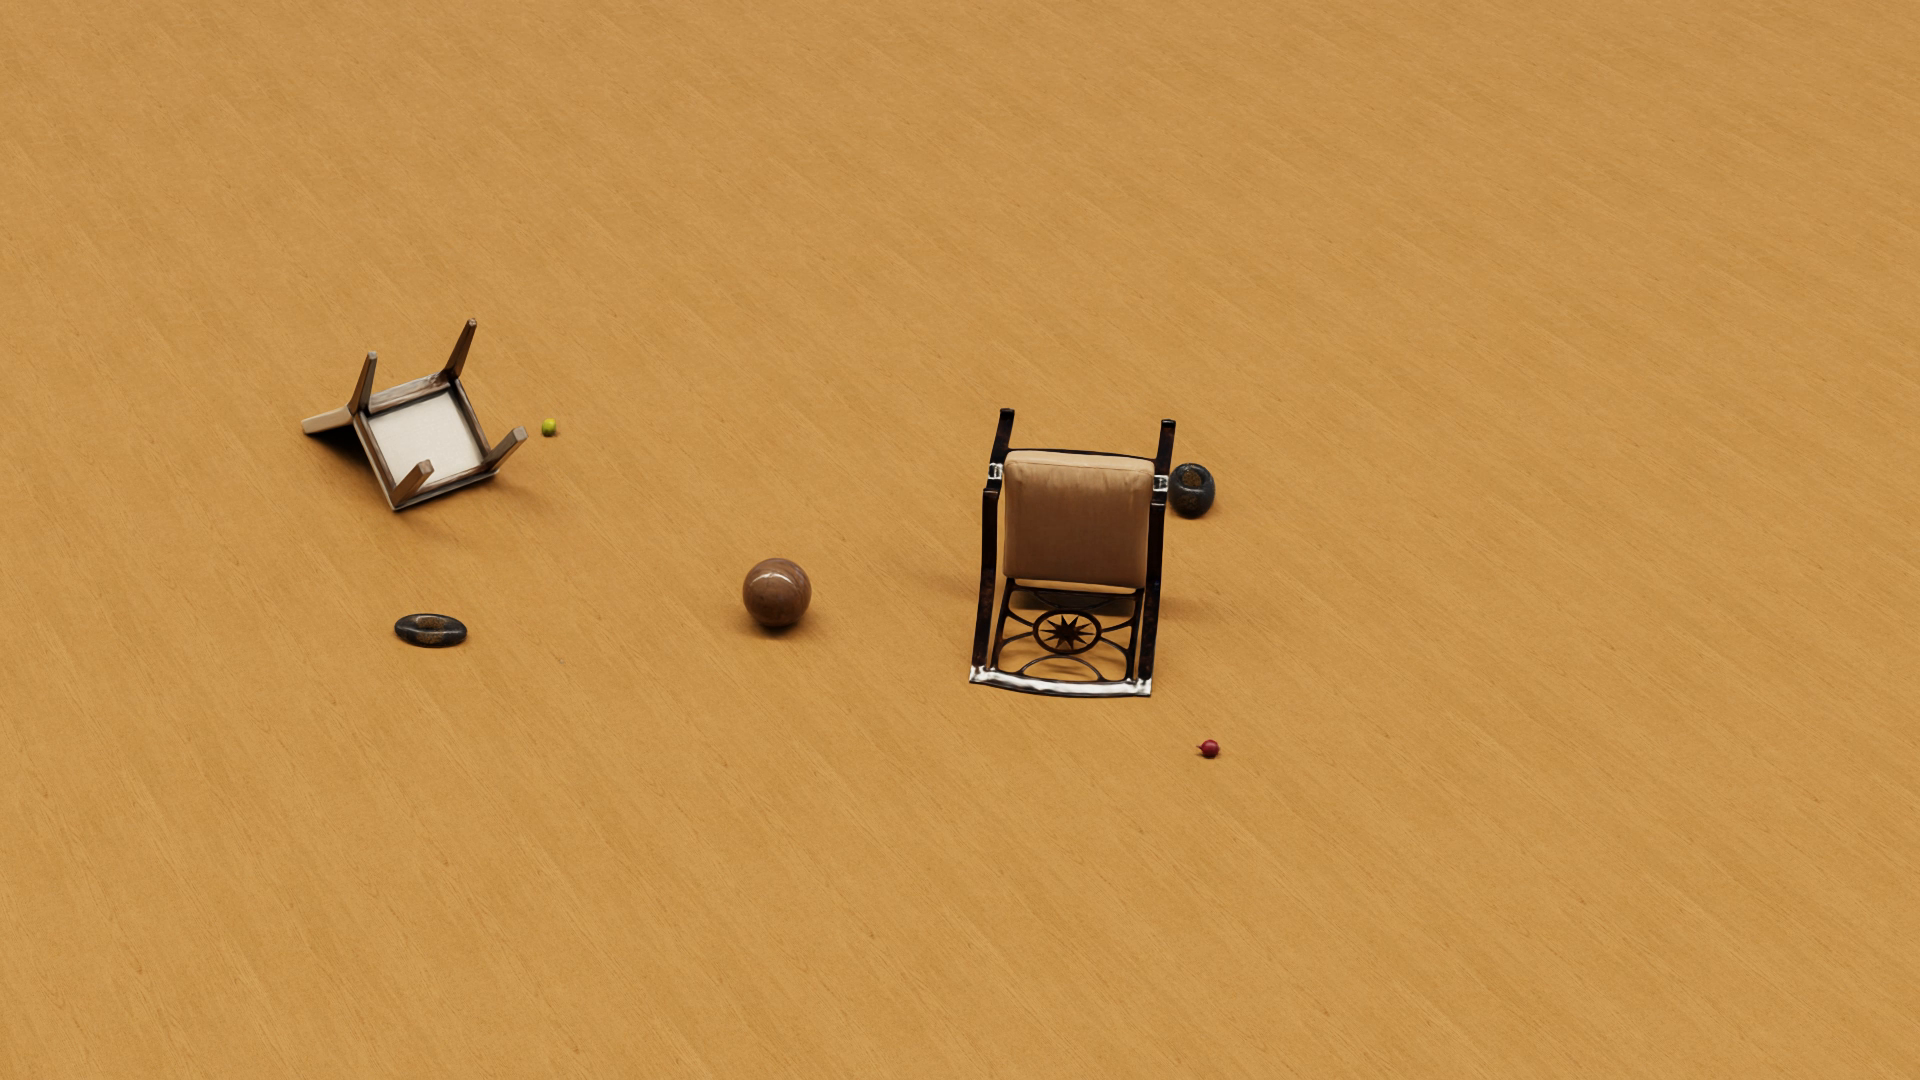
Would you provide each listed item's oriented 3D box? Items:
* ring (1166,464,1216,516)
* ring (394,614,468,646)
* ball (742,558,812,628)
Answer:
[{"bbox_3d":[0.876,-0.191,11.120,0.186,0.127,0.244,1,35,-2],"label":"ring"},{"bbox_3d":[-1.878,0.318,10.407,0.270,0.062,0.144,6,35,10],"label":"ring"},{"bbox_3d":[-0.652,0.186,10.435,0.250,0.250,0.250,0,33,0],"label":"ball"}]
